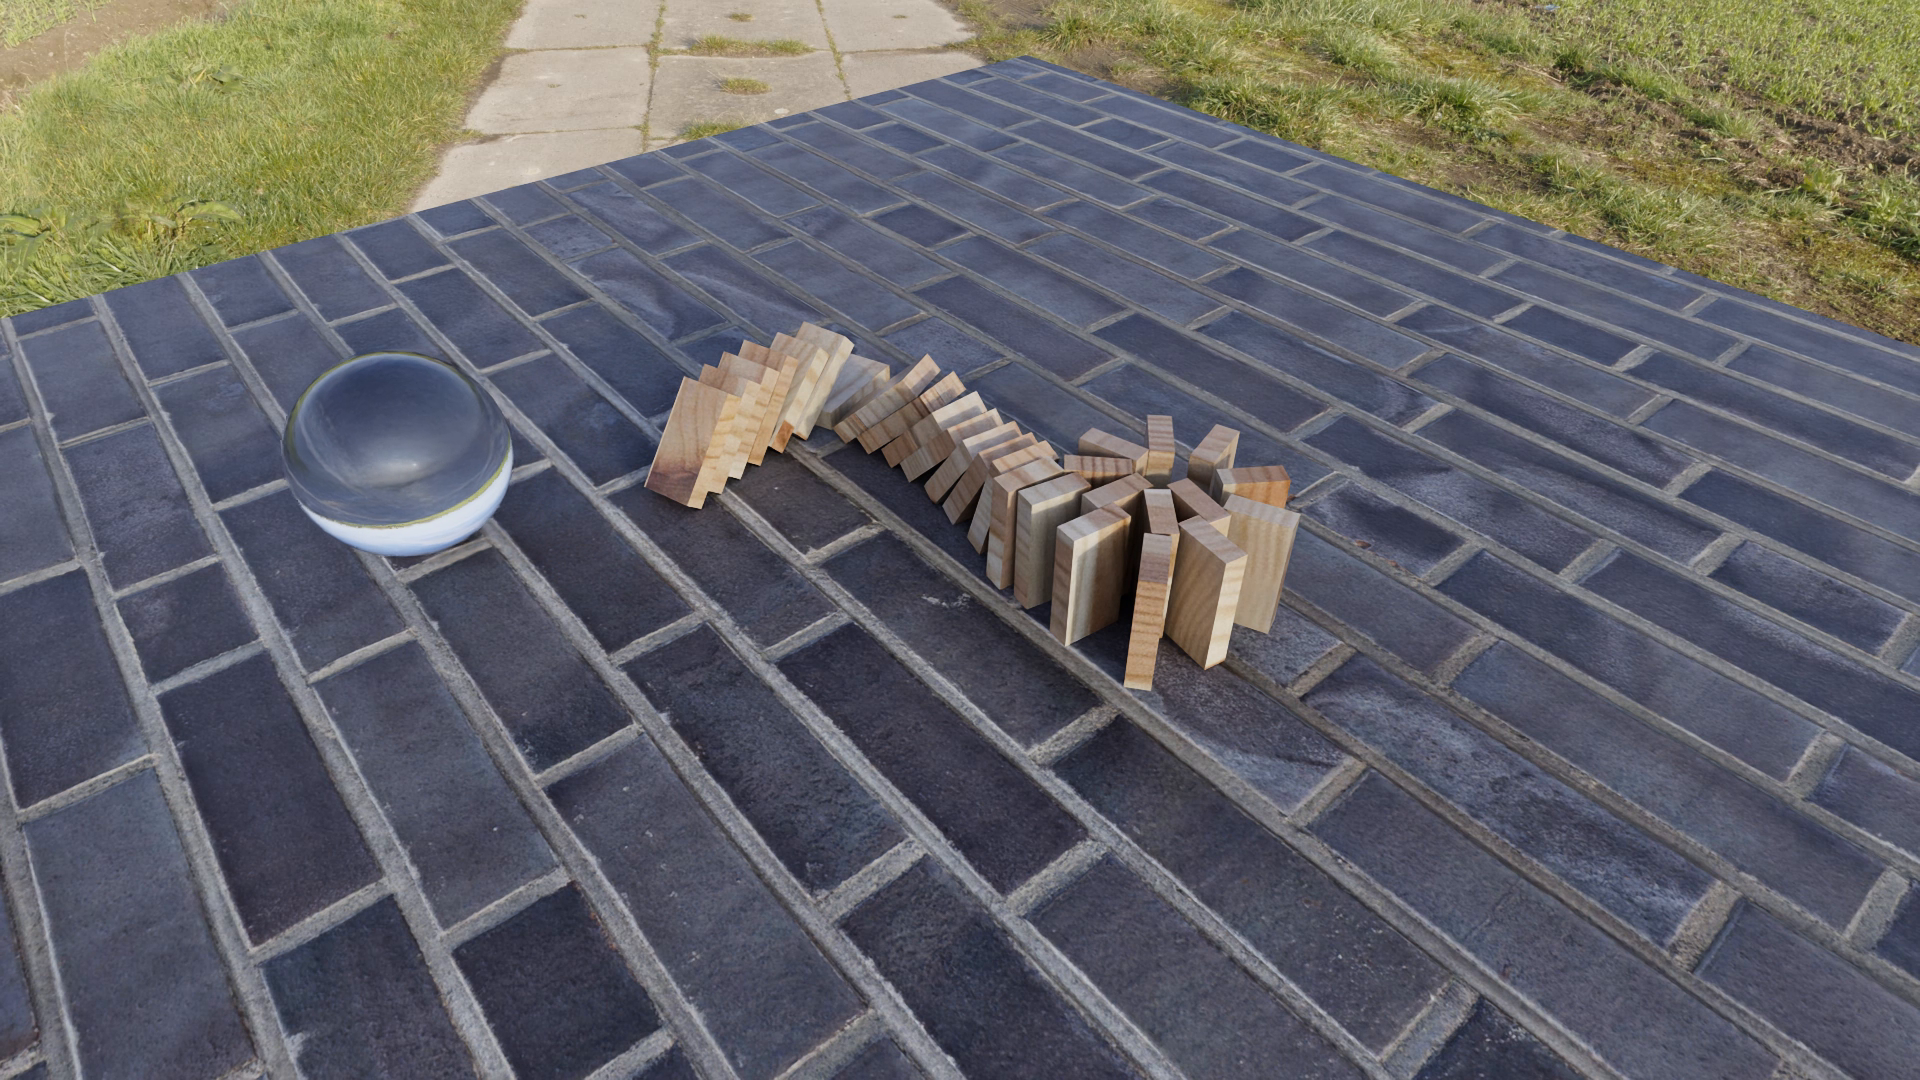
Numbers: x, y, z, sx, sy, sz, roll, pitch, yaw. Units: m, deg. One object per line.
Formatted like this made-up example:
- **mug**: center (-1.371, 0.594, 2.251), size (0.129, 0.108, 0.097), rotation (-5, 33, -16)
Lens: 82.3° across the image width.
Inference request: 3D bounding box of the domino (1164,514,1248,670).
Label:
- **domino**: center (0.085, 0.019, 0.388), size (0.010, 0.050, 0.025), rotation (-21, 44, -23)

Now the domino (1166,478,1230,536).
- **domino**: center (0.084, 0.005, 0.405), size (0.010, 0.050, 0.025), rotation (-18, 43, -21)

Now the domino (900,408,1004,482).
- **domino**: center (-0.004, -0.040, 0.466), size (0.025, 0.050, 0.009), rotation (-26, 90, -28)

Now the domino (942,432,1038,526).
- **domino**: center (0.012, -0.024, 0.443), size (0.025, 0.050, 0.009), rotation (-23, 76, -25)

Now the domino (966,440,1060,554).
- **domino**: center (0.020, -0.016, 0.431), size (0.025, 0.050, 0.009), rotation (-23, 63, -25)

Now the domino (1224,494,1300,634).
- **domino**: center (0.105, 0.009, 0.400), size (0.025, 0.050, 0.010), rotation (19, 43, 21)

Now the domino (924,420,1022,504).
- **domino**: center (0.005, -0.031, 0.453), size (0.025, 0.050, 0.009), rotation (-23, 81, -25)

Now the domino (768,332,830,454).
- **domino**: center (-0.082, -0.067, 0.501), size (0.025, 0.010, 0.050), rotation (23, 86, 26)

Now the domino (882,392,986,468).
- **domino**: center (-0.012, -0.047, 0.475), size (0.025, 0.050, 0.009), rotation (-30, 93, -32)

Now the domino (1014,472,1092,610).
- **domino**: center (0.034, 0.001, 0.411), size (0.025, 0.050, 0.010), rotation (-19, 43, -22)

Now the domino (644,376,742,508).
- **domino**: center (-0.113, -0.041, 0.467), size (0.025, 0.050, 0.010), rotation (22, 3, 25)

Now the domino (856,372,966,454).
- **domino**: center (-0.022, -0.056, 0.487), size (0.050, 0.010, 0.025), rotation (-24, 14, 49)

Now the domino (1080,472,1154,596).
- **domino**: center (0.057, 0.001, 0.410), size (0.025, 0.050, 0.009), rotation (-22, 45, -24)

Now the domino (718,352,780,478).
- **domino**: center (-0.100, -0.055, 0.483), size (0.025, 0.050, 0.009), rotation (22, 3, 25)

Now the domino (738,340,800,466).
- **domino**: center (-0.093, -0.061, 0.491), size (0.025, 0.050, 0.010), rotation (22, 3, 25)

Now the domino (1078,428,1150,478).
- **domino**: center (0.058, -0.017, 0.432), size (0.025, 0.050, 0.010), rotation (25, 45, 28)

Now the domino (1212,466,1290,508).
- **domino**: center (0.107, -0.004, 0.417), size (0.025, 0.050, 0.009), rotation (-4, 39, -4)

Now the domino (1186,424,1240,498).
- **domino**: center (0.097, -0.017, 0.433), size (0.009, 0.050, 0.025), rotation (22, 44, 25)

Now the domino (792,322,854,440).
- **domino**: center (-0.072, -0.074, 0.510), size (0.025, 0.010, 0.050), rotation (24, 85, 26)

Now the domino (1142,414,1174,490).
- **domino**: center (0.077, -0.022, 0.438), size (0.009, 0.050, 0.025), rotation (4, 39, 4)

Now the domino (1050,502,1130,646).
- **domino**: center (0.046, 0.013, 0.396), size (0.025, 0.050, 0.009), rotation (-23, 44, -25)

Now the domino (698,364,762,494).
- **domino**: center (-0.107, -0.048, 0.475), size (0.025, 0.050, 0.009), rotation (22, 3, 25)

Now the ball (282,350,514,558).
- **ball**: center (-0.217, -0.033, 0.428), size (0.080, 0.080, 0.080), rotation (0, 39, 0)

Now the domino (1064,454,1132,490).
- **domino**: center (0.050, -0.009, 0.421), size (0.025, 0.050, 0.009), rotation (4, 39, 2)

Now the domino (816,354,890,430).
- **domino**: center (-0.058, -0.073, 0.532), size (0.025, 0.010, 0.050), rotation (20, 43, 23)

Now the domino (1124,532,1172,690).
- **domino**: center (0.065, 0.025, 0.381), size (0.009, 0.050, 0.025), rotation (8, 40, 9)

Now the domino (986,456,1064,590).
- **domino**: center (0.024, -0.006, 0.418), size (0.025, 0.050, 0.009), rotation (-23, 49, -25)

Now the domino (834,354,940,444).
- **domino**: center (-0.033, -0.063, 0.496), size (0.050, 0.009, 0.025), rotation (-27, 19, 41)

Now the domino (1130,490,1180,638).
- **domino**: center (0.070, 0.009, 0.400), size (0.009, 0.050, 0.025), rotation (1, 40, 1)
